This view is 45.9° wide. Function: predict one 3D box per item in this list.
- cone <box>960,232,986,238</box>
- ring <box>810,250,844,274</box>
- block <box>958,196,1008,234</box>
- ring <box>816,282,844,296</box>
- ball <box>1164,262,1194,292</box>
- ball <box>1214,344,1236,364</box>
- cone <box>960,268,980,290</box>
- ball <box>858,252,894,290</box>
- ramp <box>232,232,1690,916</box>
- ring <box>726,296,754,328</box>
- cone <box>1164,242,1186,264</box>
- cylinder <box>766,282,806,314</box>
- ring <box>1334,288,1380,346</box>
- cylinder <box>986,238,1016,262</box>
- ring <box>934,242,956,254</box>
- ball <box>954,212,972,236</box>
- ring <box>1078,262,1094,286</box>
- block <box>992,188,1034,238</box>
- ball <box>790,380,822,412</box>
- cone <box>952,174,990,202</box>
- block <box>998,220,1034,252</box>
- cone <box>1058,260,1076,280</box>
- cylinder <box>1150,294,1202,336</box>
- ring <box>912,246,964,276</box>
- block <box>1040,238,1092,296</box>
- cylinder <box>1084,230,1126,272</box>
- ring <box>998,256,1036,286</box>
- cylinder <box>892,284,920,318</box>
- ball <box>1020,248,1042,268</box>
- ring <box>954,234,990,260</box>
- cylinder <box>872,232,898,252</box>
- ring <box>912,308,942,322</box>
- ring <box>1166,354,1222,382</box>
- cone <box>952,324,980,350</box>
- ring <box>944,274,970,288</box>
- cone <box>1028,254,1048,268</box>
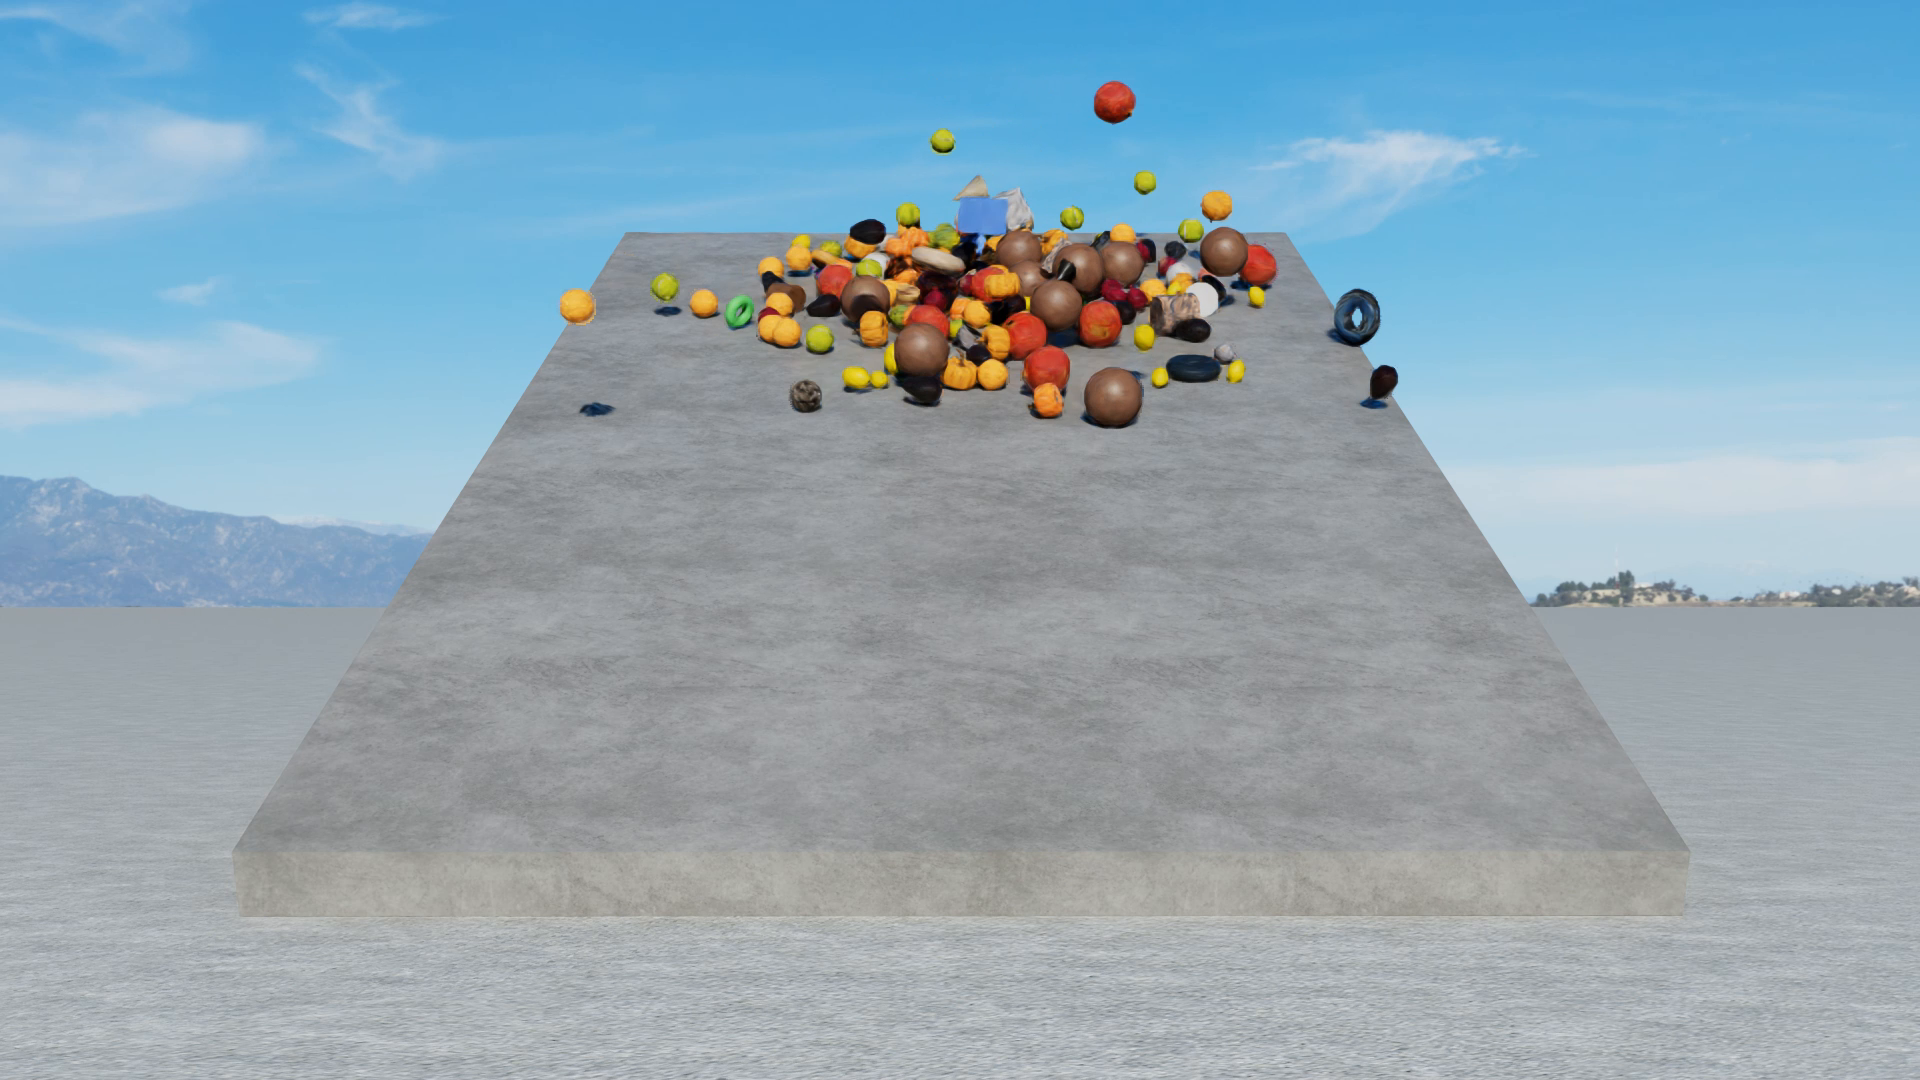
[{"bbox_3d":[0.016,-0.895,6.704,0.087,0.087,0.087,-18,-13,41],"label":"cone"},{"bbox_3d":[-0.371,-0.774,6.308,0.103,0.034,0.103,27,-11,5],"label":"ring"},{"bbox_3d":[0.061,-0.870,6.071,0.091,0.091,0.091,-8,16,-43],"label":"block"},{"bbox_3d":[-0.353,-0.679,6.126,0.076,0.025,0.076,-1,21,0],"label":"ring"},{"bbox_3d":[0.596,-0.712,6.139,0.080,0.080,0.080,0,-2,0],"label":"ball"},{"bbox_3d":[0.638,-0.449,5.456,0.050,0.050,0.050,0,-2,0],"label":"ball"},{"bbox_3d":[0.039,-0.699,6.158,0.053,0.053,0.053,-33,23,16],"label":"cone"},{"bbox_3d":[-0.230,-0.731,6.159,0.098,0.098,0.098,0,-2,0],"label":"ball"},{"bbox_3d":[-0.005,-0.206,5.003,2.000,0.100,4.000,0,20,0],"label":"ramp"},{"bbox_3d":[-0.560,-0.581,5.748,0.029,0.087,0.087,32,18,35],"label":"ring"},{"bbox_3d":[0.611,-0.811,6.490,0.063,0.063,0.063,10,-42,9],"label":"cone"},{"bbox_3d":[-0.456,-0.636,5.933,0.073,0.073,0.073,15,8,36],"label":"cylinder"},{"bbox_3d":[0.983,-0.552,5.609,0.046,0.139,0.139,-1,0,-37],"label":"ring"},{"bbox_3d":[0.117,-0.831,6.491,0.064,0.064,0.064,9,2,24],"label":"cylinder"},{"bbox_3d":[-0.034,-0.854,6.606,0.080,0.027,0.080,0,15,0],"label":"ring"},{"bbox_3d":[0.025,-0.898,6.370,0.081,0.081,0.081,0,-2,0],"label":"ball"},{"bbox_3d":[0.310,-0.744,6.190,0.118,0.039,0.118,4,-44,4],"label":"ring"},{"bbox_3d":[0.129,-0.917,6.335,0.093,0.093,0.093,-37,17,-27],"label":"block"},{"bbox_3d":[-0.345,-0.324,5.077,0.071,0.071,0.071,0,-2,0],"label":"ball"},{"bbox_3d":[0.020,-0.971,6.385,0.097,0.097,0.097,-18,3,-14],"label":"cone"},{"bbox_3d":[0.165,-0.904,6.647,0.079,0.079,0.079,18,23,8],"label":"block"},{"bbox_3d":[0.250,-0.647,5.513,0.050,0.050,0.050,-2,41,45],"label":"cone"},{"bbox_3d":[0.543,-0.570,5.716,0.100,0.100,0.100,-6,0,-16],"label":"cylinder"},{"bbox_3d":[-0.056,-0.715,5.814,0.144,0.048,0.144,17,2,-1],"label":"ring"},{"bbox_3d":[0.269,-0.691,5.715,0.094,0.094,0.094,34,-4,6],"label":"block"},{"bbox_3d":[0.408,-0.811,6.360,0.083,0.083,0.083,43,-10,10],"label":"cylinder"},{"bbox_3d":[0.157,-0.738,6.228,0.107,0.107,0.036,0,-42,-12],"label":"ring"},{"bbox_3d":[-0.138,-0.621,5.872,0.063,0.063,0.063,9,38,-7],"label":"cylinder"},{"bbox_3d":[0.202,-0.795,6.394,0.062,0.062,0.062,0,-2,0],"label":"ball"},{"bbox_3d":[0.033,-0.830,6.392,0.102,0.102,0.034,0,-36,-13],"label":"ring"},{"bbox_3d":[-0.219,-0.868,6.609,0.051,0.051,0.051,18,11,41],"label":"cylinder"},{"bbox_3d":[-0.084,-0.582,5.856,0.079,0.026,0.079,3,20,-1],"label":"ring"},{"bbox_3d":[0.551,-0.405,5.346,0.131,0.044,0.131,1,20,-1],"label":"ring"},{"bbox_3d":[0.001,-0.494,5.606,0.068,0.068,0.068,1,-13,-42],"label":"cone"},{"bbox_3d":[-0.004,-0.708,6.205,0.083,0.028,0.083,0,20,0],"label":"ring"},{"bbox_3d":[0.216,-0.770,6.243,0.065,0.065,0.065,16,-4,-8],"label":"cone"}]
